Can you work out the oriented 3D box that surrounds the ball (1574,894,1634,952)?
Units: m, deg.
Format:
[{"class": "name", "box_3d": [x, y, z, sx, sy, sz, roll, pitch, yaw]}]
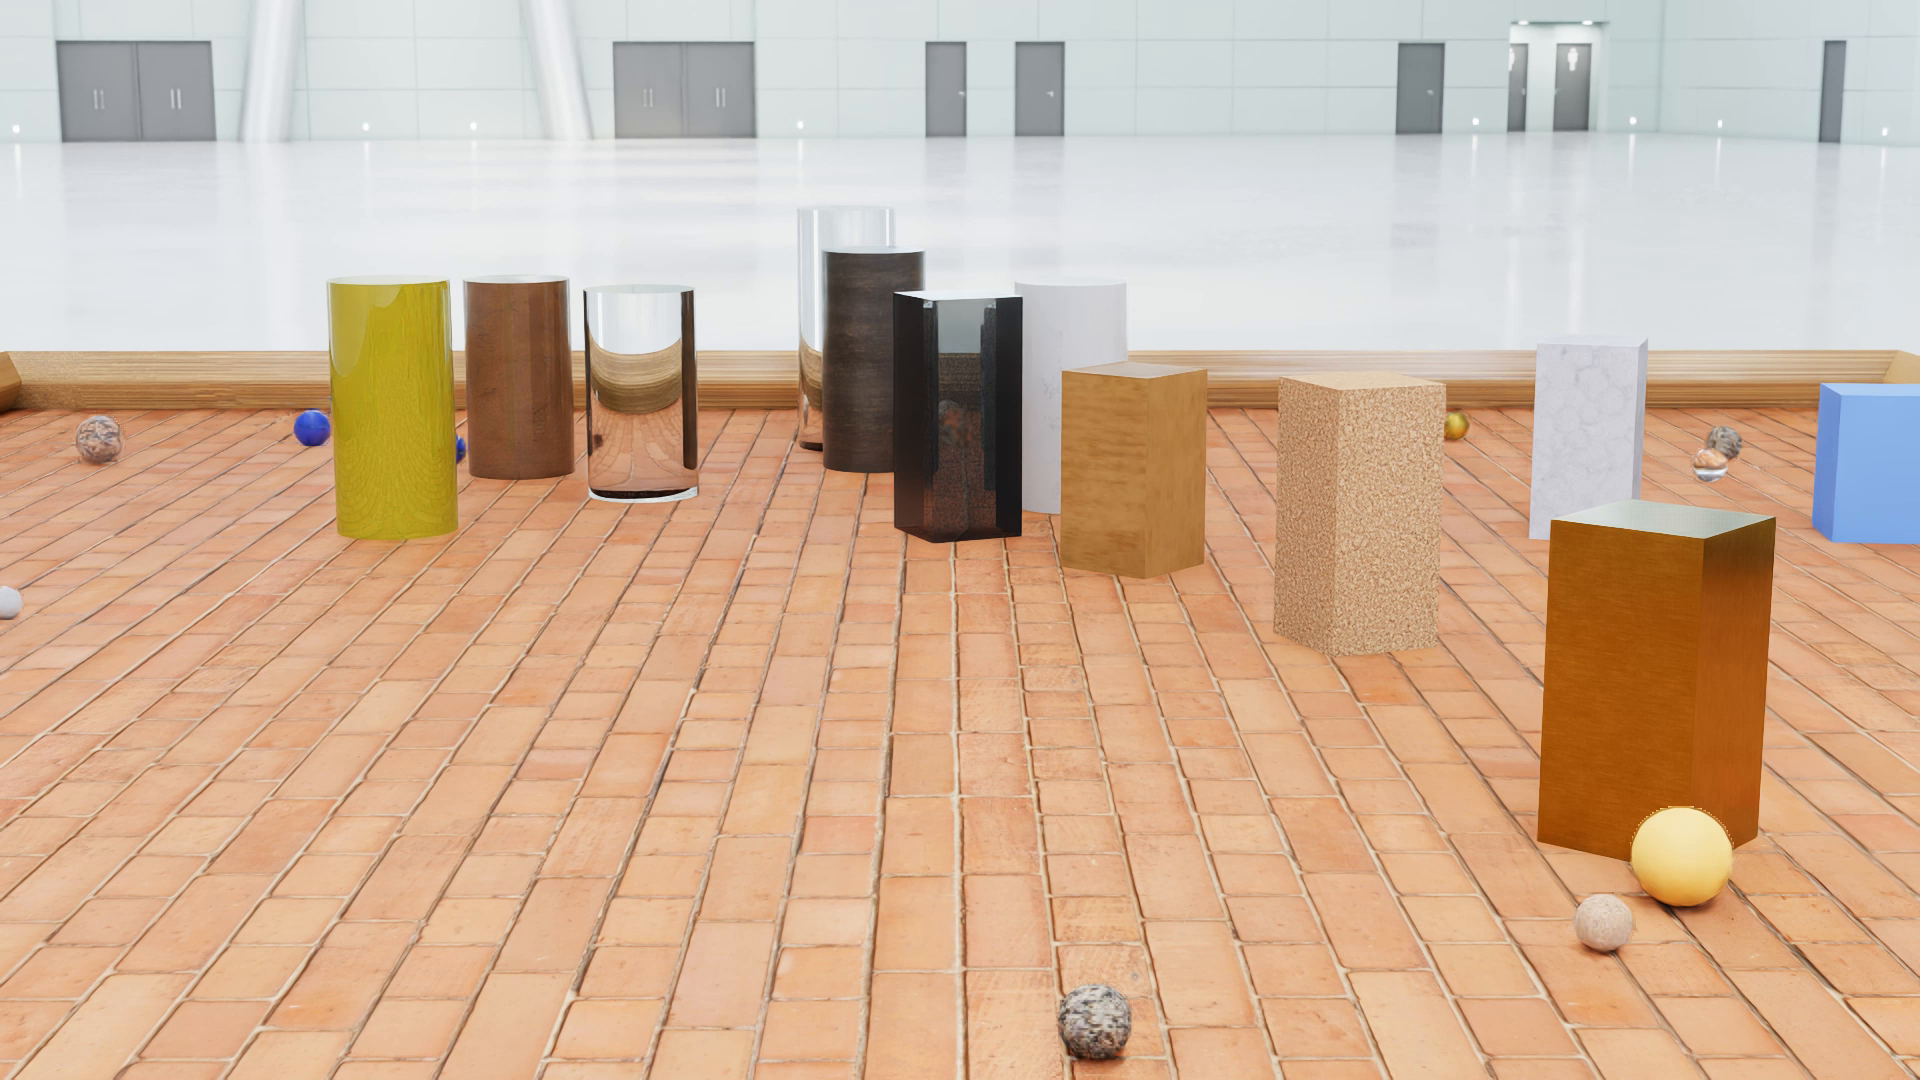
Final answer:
[{"class": "ball", "box_3d": [0.534, 0.317, 2.127, 0.048, 0.048, 0.048, 0, 11, 0]}]

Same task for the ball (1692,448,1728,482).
[{"class": "ball", "box_3d": [1.316, -0.132, 4.501, 0.060, 0.060, 0.060, 0, 11, 0]}]

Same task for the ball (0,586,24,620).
[{"class": "ball", "box_3d": [-1.261, 0.084, 3.387, 0.044, 0.044, 0.044, 0, 11, 0]}]

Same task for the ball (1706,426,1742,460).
[{"class": "ball", "box_3d": [1.411, -0.178, 4.738, 0.064, 0.064, 0.064, 0, 11, 0]}]

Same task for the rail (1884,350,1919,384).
[{"class": "rail", "box_3d": [1.983, 0.029, 3.461, 0.045, 0.122, 4.073, 0, 11, 0]}]

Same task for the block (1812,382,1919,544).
[{"class": "block", "box_3d": [1.422, -0.120, 3.982, 0.151, 0.228, 0.151, 1, 11, 7]}]

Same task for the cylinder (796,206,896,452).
[{"class": "cylinder", "box_3d": [-0.215, -0.405, 4.894, 0.189, 0.453, 0.189, 0, 11, 0]}]

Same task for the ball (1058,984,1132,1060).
[{"class": "ball", "box_3d": [0.100, 0.356, 1.898, 0.055, 0.055, 0.055, 0, 11, 0]}]

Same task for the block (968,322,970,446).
[{"class": "block", "box_3d": [0.117, -0.293, 4.884, 0.151, 0.237, 0.151, -5, 12, -27]}]

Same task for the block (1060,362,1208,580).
[{"class": "block", "box_3d": [0.253, -0.105, 3.734, 0.151, 0.288, 0.151, 9, 14, 38]}]

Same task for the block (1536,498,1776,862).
[{"class": "block", "box_3d": [0.652, 0.132, 2.406, 0.151, 0.310, 0.151, 9, 14, 40]}]

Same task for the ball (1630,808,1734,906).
[{"class": "ball", "box_3d": [0.630, 0.277, 2.239, 0.086, 0.086, 0.086, 0, 11, 0]}]

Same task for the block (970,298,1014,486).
[{"class": "block", "box_3d": [0.105, -0.261, 4.503, 0.151, 0.313, 0.151, 2, 11, 10]}]

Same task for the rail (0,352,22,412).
[{"class": "rail", "box_3d": [-1.983, 0.034, 3.438, 0.045, 0.122, 4.073, 0, 11, 0]}]

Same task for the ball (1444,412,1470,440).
[{"class": "ball", "box_3d": [0.963, -0.222, 4.996, 0.056, 0.056, 0.056, 0, 11, 0]}]

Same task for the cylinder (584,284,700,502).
[{"class": "cylinder", "box_3d": [-0.539, -0.251, 4.351, 0.189, 0.349, 0.189, 0, 11, 0]}]

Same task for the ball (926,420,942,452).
[{"class": "ball", "box_3d": [-0.063, -0.197, 4.849, 0.062, 0.062, 0.062, 0, 11, 0]}]

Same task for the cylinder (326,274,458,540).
[{"class": "cylinder", "box_3d": [-0.887, -0.211, 4.014, 0.189, 0.393, 0.189, 0, 11, 0]}]

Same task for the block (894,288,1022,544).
[{"class": "block", "box_3d": [-0.004, -0.196, 3.992, 0.151, 0.372, 0.151, -5, 12, -24]}]

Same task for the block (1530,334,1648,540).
[{"class": "block", "box_3d": [0.977, -0.160, 3.985, 0.151, 0.304, 0.151, 4, 11, 20]}]

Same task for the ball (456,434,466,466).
[{"class": "ball", "box_3d": [-0.929, -0.164, 4.662, 0.064, 0.064, 0.064, 0, 11, 0]}]

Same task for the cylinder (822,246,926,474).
[{"class": "cylinder", "box_3d": [-0.156, -0.330, 4.656, 0.189, 0.393, 0.189, 0, 11, 0]}]

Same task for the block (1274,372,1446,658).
[{"class": "block", "box_3d": [0.503, -0.036, 3.244, 0.151, 0.333, 0.151, -4, 11, -22]}]

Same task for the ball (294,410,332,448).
[{"class": "ball", "box_3d": [-1.239, -0.213, 4.908, 0.071, 0.071, 0.071, 0, 11, 0]}]

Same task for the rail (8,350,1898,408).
[{"class": "rail", "box_3d": [-0.012, -0.337, 5.428, 4.014, 0.122, 0.045, 0, 11, 0]}]

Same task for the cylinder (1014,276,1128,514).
[{"class": "cylinder", "box_3d": [0.183, -0.242, 4.240, 0.189, 0.372, 0.189, 0, 11, 0]}]

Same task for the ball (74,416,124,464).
[{"class": "ball", "box_3d": [-1.579, -0.184, 4.709, 0.086, 0.086, 0.086, 0, 11, 0]}]

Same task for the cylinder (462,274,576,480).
[{"class": "cylinder", "box_3d": [-0.788, -0.294, 4.586, 0.189, 0.347, 0.189, 0, 11, 0]}]
